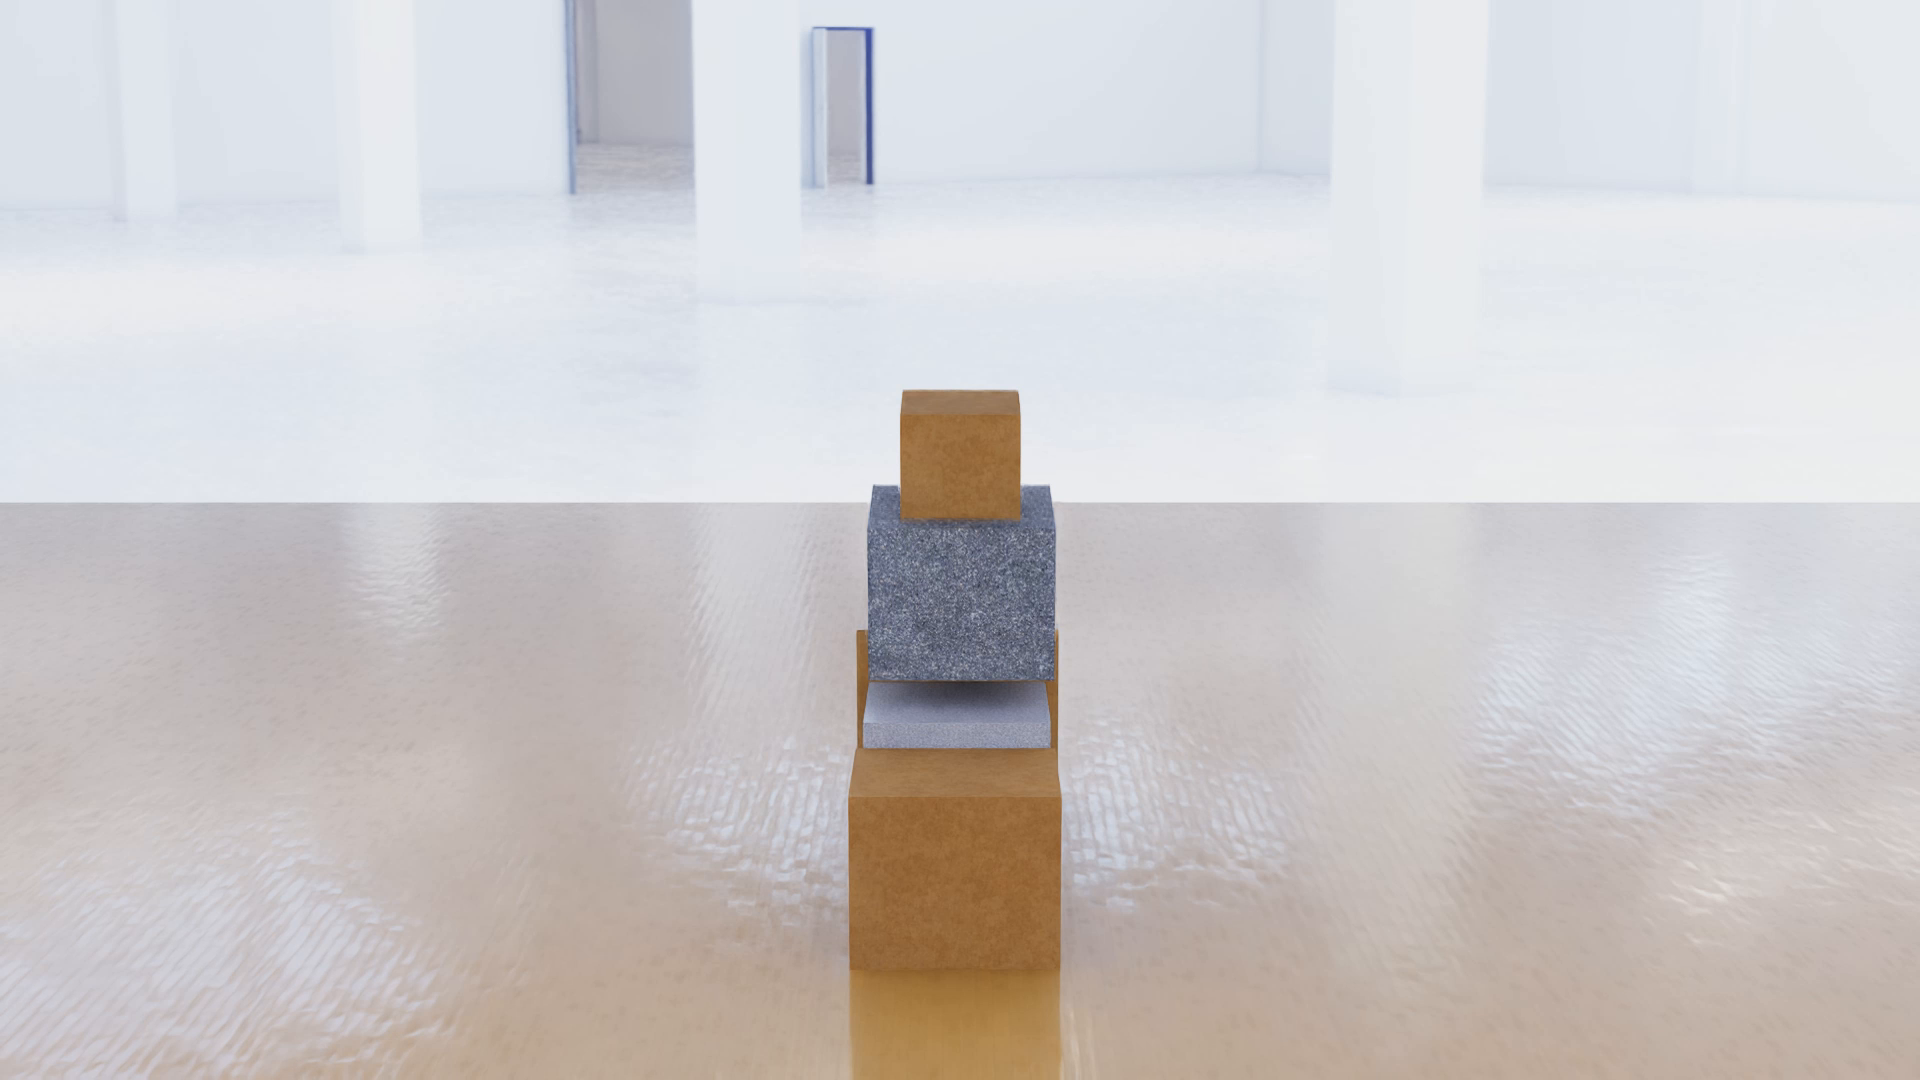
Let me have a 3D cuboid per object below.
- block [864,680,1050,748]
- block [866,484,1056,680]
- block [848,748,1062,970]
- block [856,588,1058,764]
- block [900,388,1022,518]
[{"bbox_3d":[-0.013,1.092,11.269,0.789,0.819,0.861,0,10,0],"label":"block"},{"bbox_3d":[0.006,0.173,11.182,0.791,0.670,0.753,0,16,0],"label":"block"},{"bbox_3d":[-0.020,1.291,10.483,0.838,0.710,0.735,0,10,0],"label":"block"},{"bbox_3d":[-0.011,0.826,12.152,0.914,1.027,0.952,0,10,0],"label":"block"},{"bbox_3d":[0.002,-0.379,11.077,0.510,0.449,0.509,0,16,0],"label":"block"}]
